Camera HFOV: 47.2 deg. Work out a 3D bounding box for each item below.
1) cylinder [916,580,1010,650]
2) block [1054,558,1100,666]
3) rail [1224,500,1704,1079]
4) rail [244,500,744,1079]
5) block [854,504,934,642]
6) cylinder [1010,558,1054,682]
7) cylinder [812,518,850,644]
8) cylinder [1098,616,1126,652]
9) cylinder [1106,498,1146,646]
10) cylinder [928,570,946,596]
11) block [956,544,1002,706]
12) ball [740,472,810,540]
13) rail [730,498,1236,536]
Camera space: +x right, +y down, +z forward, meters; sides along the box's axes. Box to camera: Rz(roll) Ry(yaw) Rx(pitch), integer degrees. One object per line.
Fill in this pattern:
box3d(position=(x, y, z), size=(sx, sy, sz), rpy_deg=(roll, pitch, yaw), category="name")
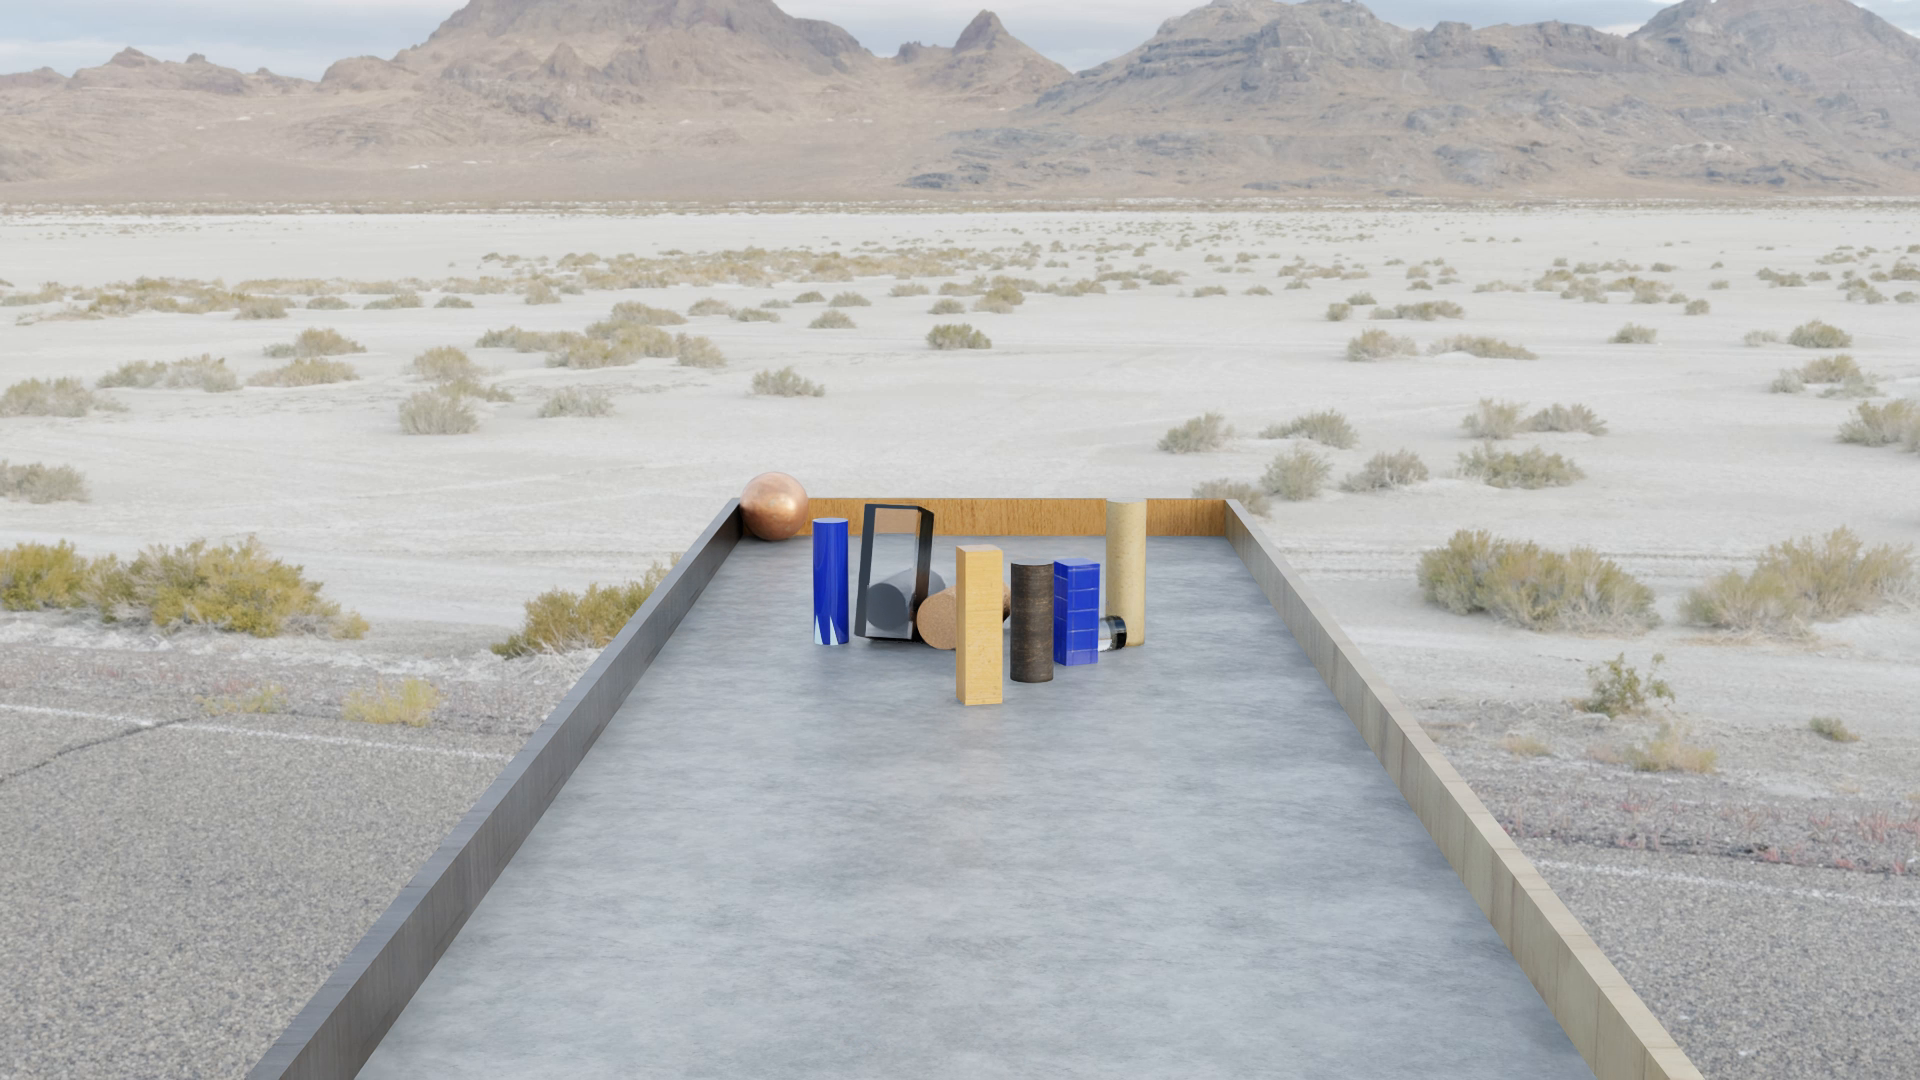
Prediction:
box3d(position=(0.018, 0.226, 7.017), size=(0.178, 0.178, 0.384), rpy_deg=(4, 10, 22), category="cylinder")
box3d(position=(0.348, 0.217, 6.654), size=(0.108, 0.307, 0.108), rpy_deg=(-4, 11, -24), category="block")
box3d(position=(1.046, 0.843, 3.208), size=(0.050, 0.150, 12.000), rpy_deg=(0, 9, 1), category="rail")
box3d(position=(-1.004, 0.839, 3.234), size=(0.050, 0.150, 12.000), rpy_deg=(0, 9, 1), category="rail")
box3d(position=(-0.206, 0.105, 6.923), size=(0.175, 0.414, 0.175), rpy_deg=(3, -6, 17), category="block")
box3d(position=(0.211, 0.234, 6.424), size=(0.127, 0.347, 0.127), rpy_deg=(0, 9, 0), category="cylinder")
box3d(position=(-0.408, 0.130, 6.950), size=(0.113, 0.389, 0.113), rpy_deg=(0, 9, 0), category="cylinder")
box3d(position=(0.356, 0.297, 6.792), size=(0.304, 0.107, 0.107), rpy_deg=(-4, 10, -24), category="cylinder")
box3d(position=(0.521, 0.100, 6.922), size=(0.126, 0.457, 0.126), rpy_deg=(0, 9, 0), category="cylinder")
box3d(position=(-0.171, 0.197, 7.274), size=(0.154, 0.154, 0.332), rpy_deg=(3, 10, 19), category="cylinder")
box3d(position=(0.053, 0.236, 6.141), size=(0.106, 0.432, 0.106), rpy_deg=(-2, 9, -15), category="block")
box3d(position=(-0.758, -0.139, 8.979), size=(0.284, 0.284, 0.284), rpy_deg=(0, 9, 0), category="ball")
box3d(position=(0.099, -0.098, 9.147), size=(2.100, 0.150, 0.050), rpy_deg=(0, 9, 1), category="rail")
